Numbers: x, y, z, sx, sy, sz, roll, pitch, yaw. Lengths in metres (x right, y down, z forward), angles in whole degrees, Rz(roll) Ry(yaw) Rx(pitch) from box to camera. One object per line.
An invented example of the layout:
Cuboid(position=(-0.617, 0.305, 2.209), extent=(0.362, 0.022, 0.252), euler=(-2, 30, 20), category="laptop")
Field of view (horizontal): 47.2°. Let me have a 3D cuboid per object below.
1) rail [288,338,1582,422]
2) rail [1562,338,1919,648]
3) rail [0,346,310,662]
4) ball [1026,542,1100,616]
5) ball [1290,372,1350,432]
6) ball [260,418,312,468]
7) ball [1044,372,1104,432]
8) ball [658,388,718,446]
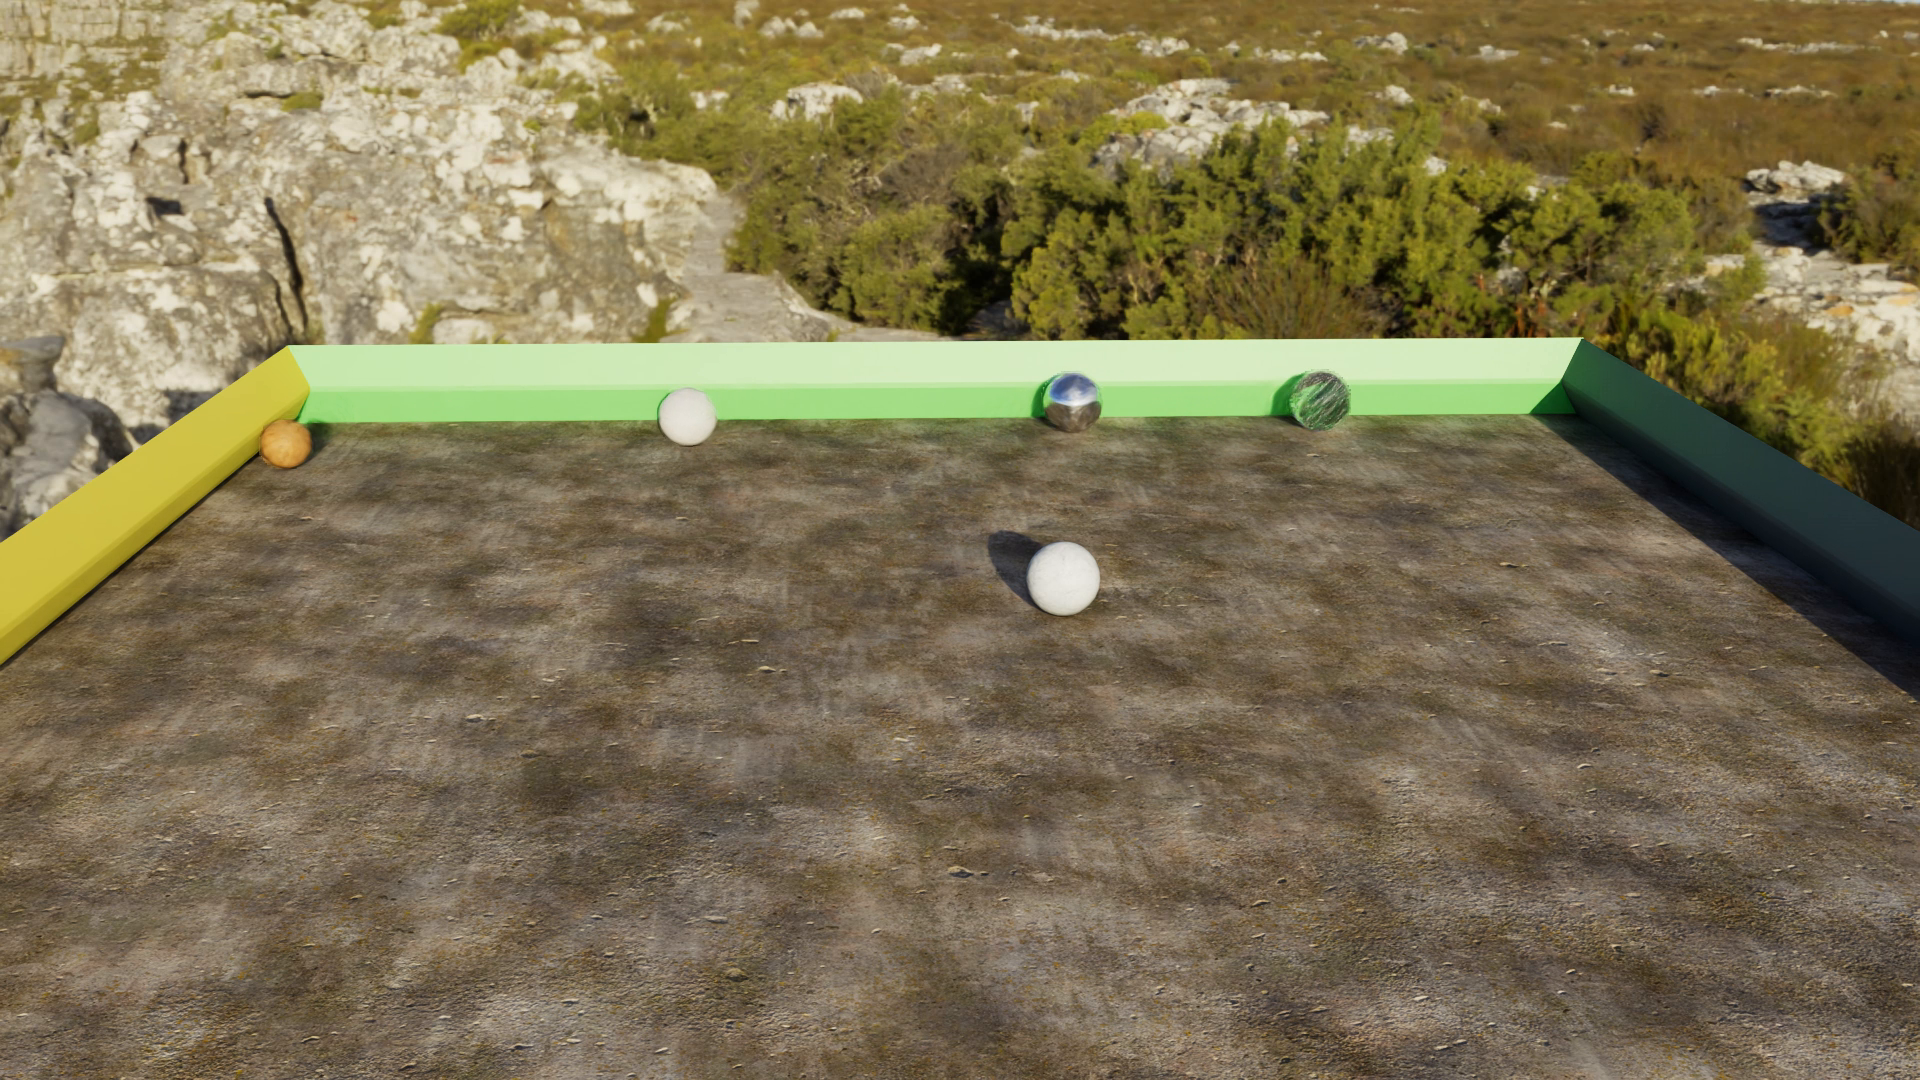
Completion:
Cuboid(position=(-0.032, -0.266, 3.713), extent=(2.193, 0.130, 0.045), euler=(-1, 15, -2), category="rail")
Cuboid(position=(1.104, 0.222, 1.937), extent=(0.045, 0.130, 3.806), euler=(-1, 15, -2), category="rail")
Cuboid(position=(-1.040, 0.241, 1.867), extent=(0.045, 0.130, 3.806), euler=(-1, 15, -2), category="rail")
Cuboid(position=(0.124, 0.047, 2.651), extent=(0.091, 0.091, 0.091), euler=(0, 15, 0), category="ball")
Cuboid(position=(0.596, -0.230, 3.643), extent=(0.099, 0.099, 0.099), euler=(0, 15, 0), category="ball")
Cuboid(position=(-1.037, -0.149, 3.388), extent=(0.077, 0.077, 0.077), euler=(0, 15, 0), category="ball")
Cuboid(position=(0.187, -0.227, 3.630), extent=(0.100, 0.100, 0.100), euler=(0, 15, 0), category="ball")
Cuboid(position=(-0.438, -0.199, 3.538), extent=(0.094, 0.094, 0.094), euler=(0, 15, 0), category="ball")
